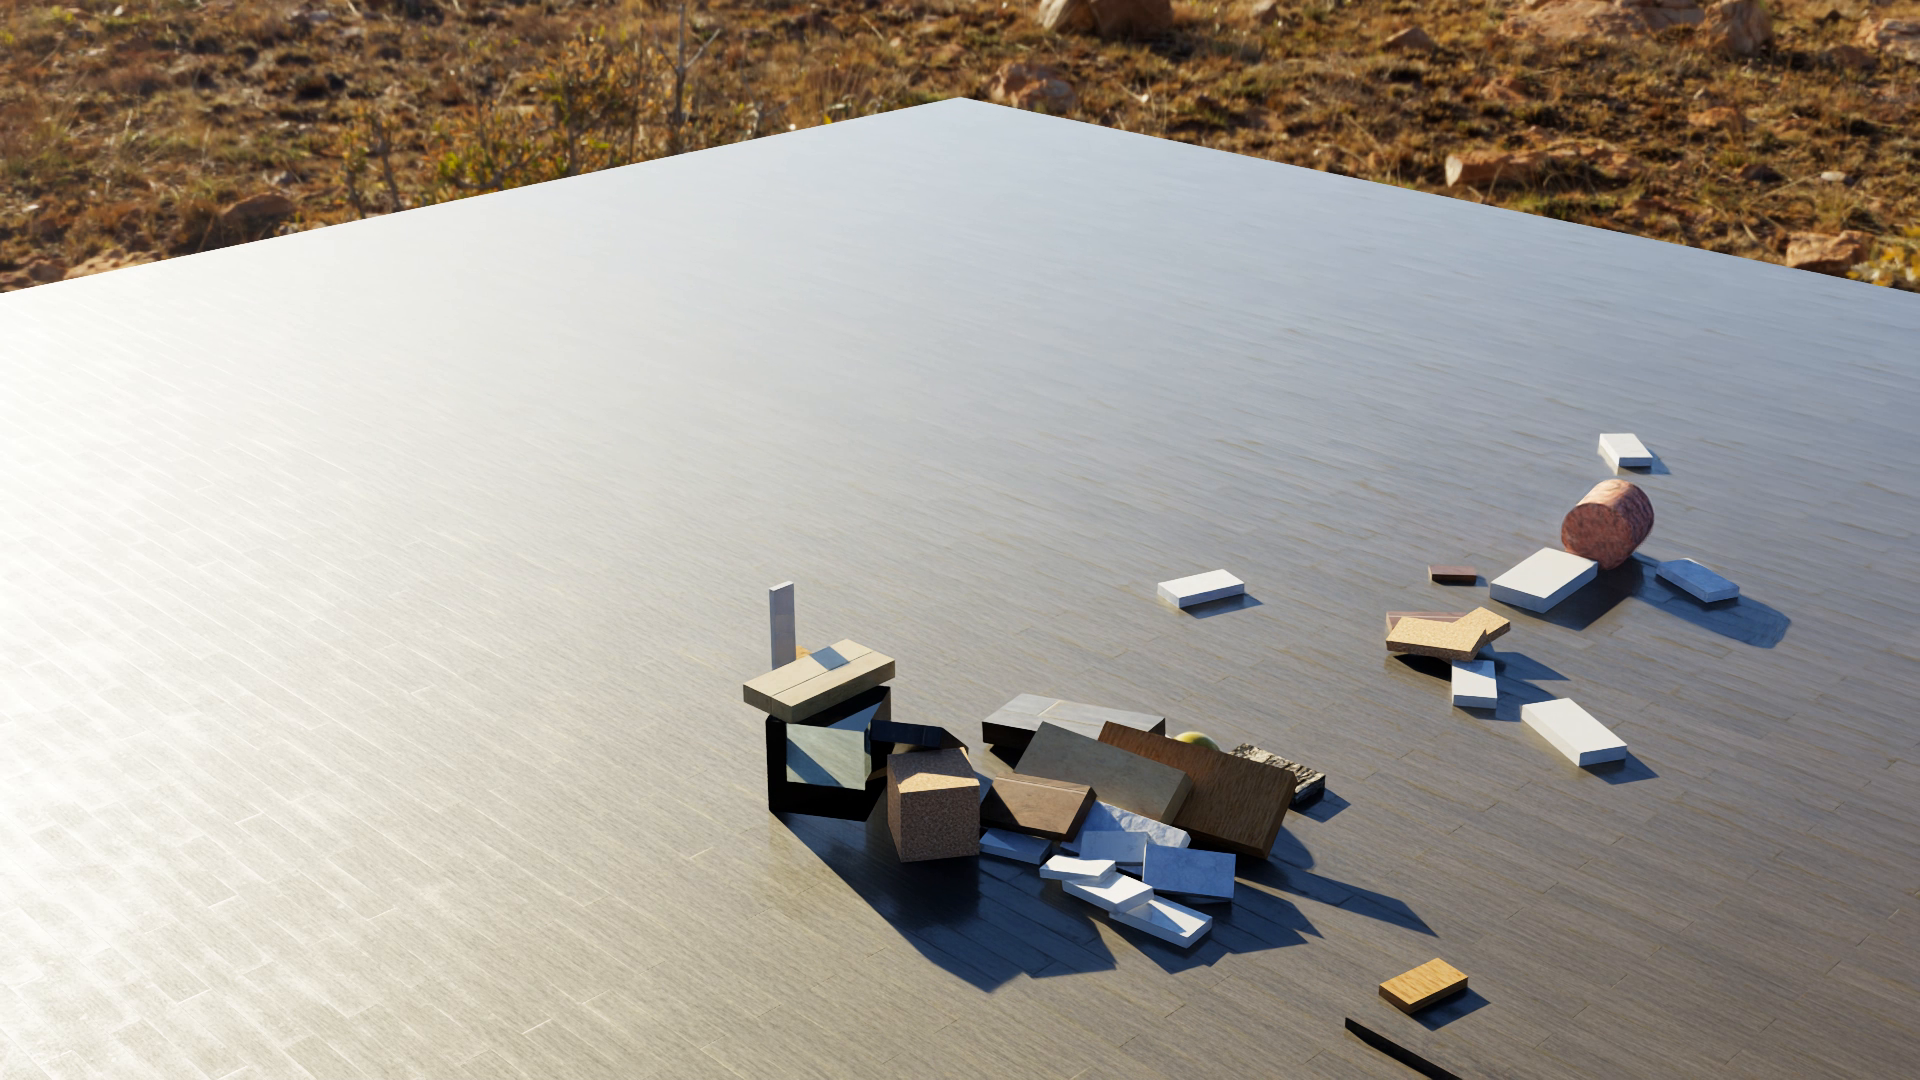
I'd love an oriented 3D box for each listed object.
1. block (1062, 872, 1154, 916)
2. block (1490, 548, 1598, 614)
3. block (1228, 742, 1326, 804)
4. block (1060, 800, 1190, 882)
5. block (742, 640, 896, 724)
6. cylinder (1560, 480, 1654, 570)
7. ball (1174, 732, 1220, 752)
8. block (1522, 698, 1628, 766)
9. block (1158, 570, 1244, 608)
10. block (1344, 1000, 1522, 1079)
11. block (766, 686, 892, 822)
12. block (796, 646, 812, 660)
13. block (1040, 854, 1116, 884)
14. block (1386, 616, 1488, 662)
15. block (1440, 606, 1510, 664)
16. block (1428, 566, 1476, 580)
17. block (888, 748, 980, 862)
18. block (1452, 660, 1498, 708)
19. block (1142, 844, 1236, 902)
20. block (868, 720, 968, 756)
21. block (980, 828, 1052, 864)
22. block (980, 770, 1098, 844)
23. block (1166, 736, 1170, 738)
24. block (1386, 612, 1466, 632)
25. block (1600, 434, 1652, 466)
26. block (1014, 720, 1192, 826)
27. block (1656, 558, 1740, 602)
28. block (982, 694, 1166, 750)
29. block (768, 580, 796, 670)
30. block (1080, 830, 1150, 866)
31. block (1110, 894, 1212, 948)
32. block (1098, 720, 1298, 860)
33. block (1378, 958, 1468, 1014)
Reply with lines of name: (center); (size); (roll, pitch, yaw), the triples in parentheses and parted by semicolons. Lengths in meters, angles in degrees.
block: (0.277, 0.656, 4.136); (0.086, 0.024, 0.171); (-18, 18, -31)
block: (1.455, 0.098, 5.476); (0.145, 0.041, 0.290); (18, 29, 37)
block: (0.645, 0.486, 4.578); (0.205, 0.029, 0.103); (20, 30, 39)
block: (0.320, 0.587, 4.258); (0.229, 0.032, 0.114); (16, 64, 33)
block: (-0.287, 0.288, 4.506); (0.145, 0.041, 0.290); (20, 30, 39)
cylinder: (1.655, -0.039, 5.620); (0.183, 0.183, 0.183); (14, 27, 30)
ball: (0.479, 0.456, 4.529); (0.122, 0.122, 0.122); (0, 23, 0)
block: (1.324, 0.413, 4.746); (0.114, 0.032, 0.229); (-7, 24, -16)
block: (0.597, 0.119, 5.445); (0.192, 0.027, 0.096); (-11, 26, -25)
block: (0.806, 0.867, 3.690); (0.073, 0.021, 0.341); (-20, 30, -39)
block: (-0.266, 0.425, 4.497); (0.204, 0.204, 0.204); (5, 24, 12)
block: (-0.363, 0.277, 5.088); (0.056, 0.016, 0.112); (-17, 28, -34)
block: (0.224, 0.627, 4.190); (0.131, 0.018, 0.065); (1, 18, 34)
block: (1.106, 0.230, 5.106); (0.205, 0.029, 0.103); (7, 34, 33)
block: (1.185, 0.224, 5.144); (0.188, 0.027, 0.094); (-27, 33, -23)
block: (1.241, 0.083, 5.545); (0.112, 0.016, 0.056); (1, 23, 3)
block: (-0.053, 0.521, 4.334); (0.155, 0.155, 0.155); (-4, 23, -10)
block: (1.160, 0.323, 4.967); (0.094, 0.027, 0.188); (4, 23, 10)
block: (0.432, 0.629, 4.160); (0.171, 0.024, 0.086); (7, 65, 1)
block: (-0.082, 0.418, 4.513); (0.145, 0.041, 0.294); (5, -12, 12)
block: (0.108, 0.601, 4.321); (0.130, 0.018, 0.065); (10, 25, 22)
block: (0.149, 0.527, 4.353); (0.229, 0.032, 0.114); (5, 52, 39)
block: (0.354, 0.469, 4.619); (0.251, 0.029, 0.103); (-13, 26, -28)
block: (1.119, 0.204, 5.247); (0.188, 0.027, 0.094); (1, 23, 2)
block: (1.919, -0.260, 6.340); (0.096, 0.027, 0.192); (0, 23, 0)
block: (0.273, 0.497, 4.405); (0.349, 0.049, 0.175); (17, 65, 35)
block: (1.841, 0.100, 5.492); (0.096, 0.027, 0.192); (-9, 25, -20)
block: (0.242, 0.405, 4.690); (0.349, 0.049, 0.175); (8, 21, 30)
block: (-0.381, 0.249, 4.750); (0.016, 0.330, 0.056); (21, 31, 41)
block: (0.297, 0.593, 4.230); (0.131, 0.018, 0.065); (-3, 55, 23)
block: (0.372, 0.700, 4.080); (0.171, 0.024, 0.085); (17, 28, 34)
block: (0.449, 0.497, 4.403); (0.415, 0.049, 0.175); (13, 63, 28)
block: (0.818, 0.786, 3.881); (0.146, 0.021, 0.073); (-15, 27, -32)
